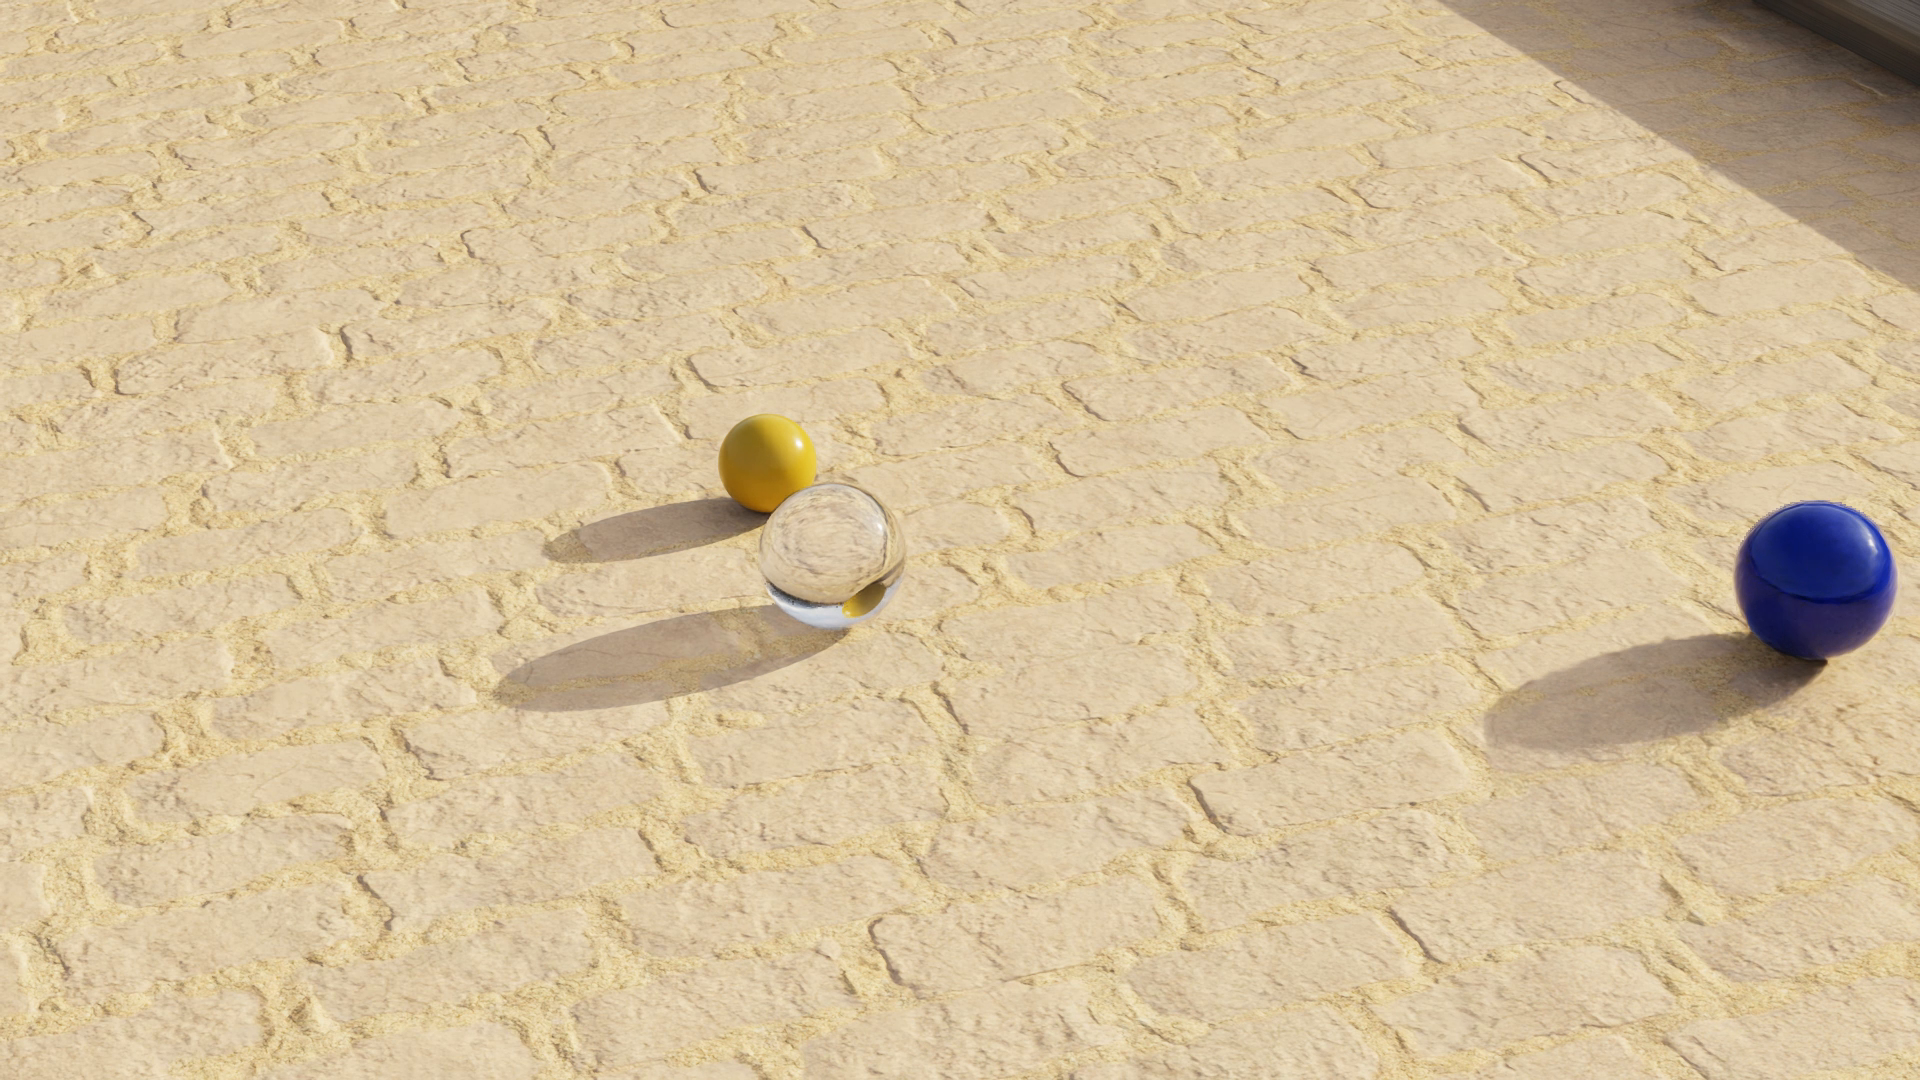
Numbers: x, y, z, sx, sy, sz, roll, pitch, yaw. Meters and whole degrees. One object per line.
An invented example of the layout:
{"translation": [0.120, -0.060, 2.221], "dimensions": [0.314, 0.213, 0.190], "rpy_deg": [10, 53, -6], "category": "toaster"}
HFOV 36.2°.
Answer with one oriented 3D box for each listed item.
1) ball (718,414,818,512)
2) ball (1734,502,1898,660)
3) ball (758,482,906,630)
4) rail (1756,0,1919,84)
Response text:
{"translation": [-0.126, -0.050, 1.925], "dimensions": [0.065, 0.065, 0.065], "rpy_deg": [0, 28, 0], "category": "ball"}
{"translation": [0.511, 0.024, 1.756], "dimensions": [0.095, 0.095, 0.095], "rpy_deg": [0, 28, 0], "category": "ball"}
{"translation": [-0.077, 0.010, 1.788], "dimensions": [0.090, 0.090, 0.090], "rpy_deg": [0, 28, 0], "category": "ball"}
{"translation": [0.706, -0.640, 2.949], "dimensions": [0.045, 0.123, 3.875], "rpy_deg": [-10, 30, -18], "category": "rail"}
